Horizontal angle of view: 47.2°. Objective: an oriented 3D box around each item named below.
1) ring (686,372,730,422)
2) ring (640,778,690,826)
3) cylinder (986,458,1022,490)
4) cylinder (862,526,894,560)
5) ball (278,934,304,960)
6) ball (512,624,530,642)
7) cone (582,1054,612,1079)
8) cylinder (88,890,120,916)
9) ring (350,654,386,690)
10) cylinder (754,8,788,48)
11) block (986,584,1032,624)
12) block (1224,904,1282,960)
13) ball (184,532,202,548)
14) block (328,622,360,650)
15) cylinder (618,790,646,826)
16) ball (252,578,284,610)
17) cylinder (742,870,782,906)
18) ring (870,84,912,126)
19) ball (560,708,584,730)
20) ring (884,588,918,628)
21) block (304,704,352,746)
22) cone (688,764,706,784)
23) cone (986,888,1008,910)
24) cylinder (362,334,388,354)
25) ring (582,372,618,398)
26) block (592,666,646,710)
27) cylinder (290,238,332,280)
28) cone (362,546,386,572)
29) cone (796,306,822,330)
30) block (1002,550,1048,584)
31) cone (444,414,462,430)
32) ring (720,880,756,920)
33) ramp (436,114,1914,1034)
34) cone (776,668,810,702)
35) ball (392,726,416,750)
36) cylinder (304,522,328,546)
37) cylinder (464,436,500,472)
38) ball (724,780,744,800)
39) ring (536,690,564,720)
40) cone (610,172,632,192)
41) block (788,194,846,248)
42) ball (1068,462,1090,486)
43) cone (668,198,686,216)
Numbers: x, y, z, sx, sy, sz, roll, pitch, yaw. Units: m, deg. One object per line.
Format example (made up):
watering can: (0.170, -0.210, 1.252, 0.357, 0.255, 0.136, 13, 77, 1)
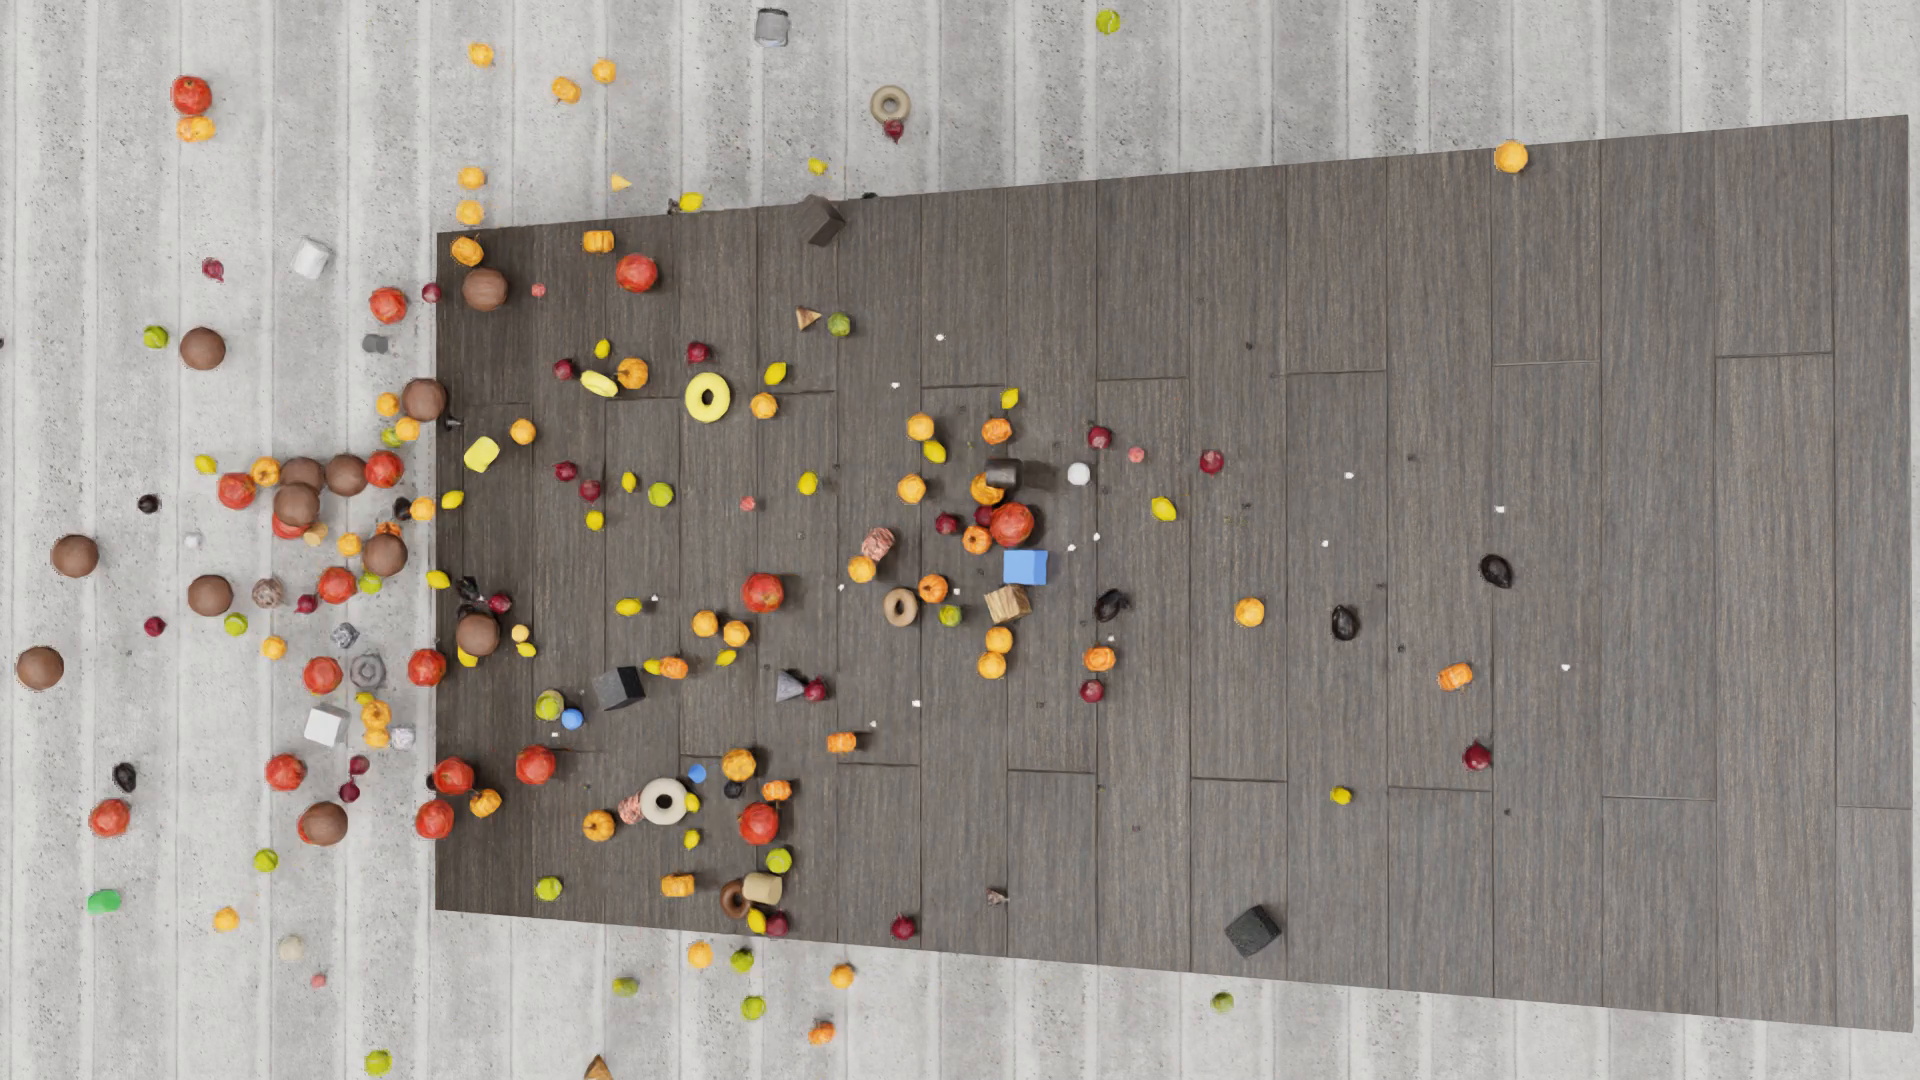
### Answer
ring: (-0.697, -0.395, 6.075, 0.138, 0.046, 0.138, 0, 90, 24)
ring: (-0.819, 0.724, 6.094, 0.136, 0.045, 0.136, -1, 98, -8)
cylinder: (0.110, -0.170, 5.585, 0.077, 0.077, 0.077, 4, 89, 12)
cylinder: (-0.217, 0.010, 5.811, 0.066, 0.066, 0.066, 12, 125, 17)
ball: (-1.988, 1.212, 6.536, 0.076, 0.076, 0.076, 0, 89, 0)
ball: (-1.267, 0.269, 6.333, 0.051, 0.051, 0.051, 0, 89, 0)
cone: (-1.060, 1.584, 6.526, 0.083, 0.083, 0.083, 39, 89, -13)
cylinder: (-2.543, 1.077, 6.530, 0.065, 0.065, 0.065, -19, 89, 31)
ring: (-1.769, 0.393, 6.565, 0.108, 0.036, 0.108, 0, 93, 0)
cylinder: (-0.562, -1.528, 6.558, 0.092, 0.092, 0.092, 8, 89, 0)
block: (0.125, 0.165, 5.661, 0.078, 0.078, 0.078, -24, 80, 23)
block: (0.714, 0.957, 5.369, 0.087, 0.087, 0.087, -43, 73, 19)
ball: (-2.290, 0.001, 6.562, 0.051, 0.051, 0.051, 0, 89, 0)
block: (-1.832, 0.286, 6.550, 0.054, 0.054, 0.054, 45, 102, 5)
cylinder: (-0.903, 0.749, 6.144, 0.072, 0.072, 0.072, -32, 89, 22)
ball: (-2.057, 0.160, 6.539, 0.094, 0.094, 0.094, 0, 89, 0)
cylinder: (-0.535, 0.943, 5.962, 0.080, 0.080, 0.080, 8, 89, 23)
ring: (-0.208, -1.301, 6.582, 0.123, 0.041, 0.123, 0, 88, 0)
ball: (-1.102, 0.508, 6.246, 0.062, 0.062, 0.062, 0, 89, 0)
ring: (-0.158, 0.177, 5.811, 0.106, 0.035, 0.106, -2, 87, 37)
block: (-1.876, 0.548, 6.527, 0.092, 0.092, 0.092, 18, 97, 4)
cone: (-0.739, 0.648, 6.078, 0.054, 0.054, 0.054, 0, 89, 25)
cone: (0.099, 0.931, 5.693, 0.058, 0.058, 0.058, -1, 89, -1)
cylinder: (-1.741, -0.583, 6.548, 0.053, 0.053, 0.053, 8, 89, 26)
ring: (-1.014, -0.438, 6.182, 0.110, 0.110, 0.037, 24, 75, 0)
block: (-0.957, 0.416, 6.161, 0.093, 0.093, 0.093, -26, 79, 23)
cylinder: (-1.932, -0.838, 6.538, 0.091, 0.091, 0.091, 32, 102, 0)
cone: (-1.750, 0.049, 6.571, 0.072, 0.072, 0.072, -8, 63, 0)
cone: (-0.405, -0.605, 5.946, 0.070, 0.070, 0.070, -9, 89, -2)
block: (0.167, 0.069, 5.639, 0.084, 0.084, 0.084, 2, 90, 25)
cone: (-1.479, -0.341, 6.456, 0.051, 0.051, 0.051, 19, 89, 22)
ring: (-0.609, 0.984, 6.022, 0.109, 0.036, 0.109, -1, 89, 24)
ramp: (0.282, 0.081, 5.687, 4.000, 0.100, 2.000, 0, 89, 25)
cone: (-0.445, 0.399, 5.949, 0.092, 0.092, 0.092, 8, 89, -1)
ball: (-1.645, 0.584, 6.501, 0.072, 0.072, 0.072, 0, 89, 0)
cylinder: (-1.918, -0.018, 6.547, 0.053, 0.053, 0.053, 8, 127, 11)
cylinder: (-1.375, -0.247, 6.319, 0.073, 0.073, 0.073, 35, 54, 0)
ball: (-0.621, 0.682, 6.021, 0.054, 0.054, 0.054, 0, 89, 0)
ring: (-1.172, 0.473, 6.298, 0.090, 0.030, 0.090, -1, 88, 25)
cone: (-0.976, -1.034, 6.379, 0.056, 0.056, 0.056, 15, 89, 22)
block: (-0.384, -0.858, 5.905, 0.093, 0.093, 0.093, -44, 72, 18)
ball: (0.302, -0.168, 5.592, 0.059, 0.059, 0.059, 0, 89, 0)
cone: (-0.787, -0.928, 6.141, 0.053, 0.053, 0.053, 3, 89, -8)
